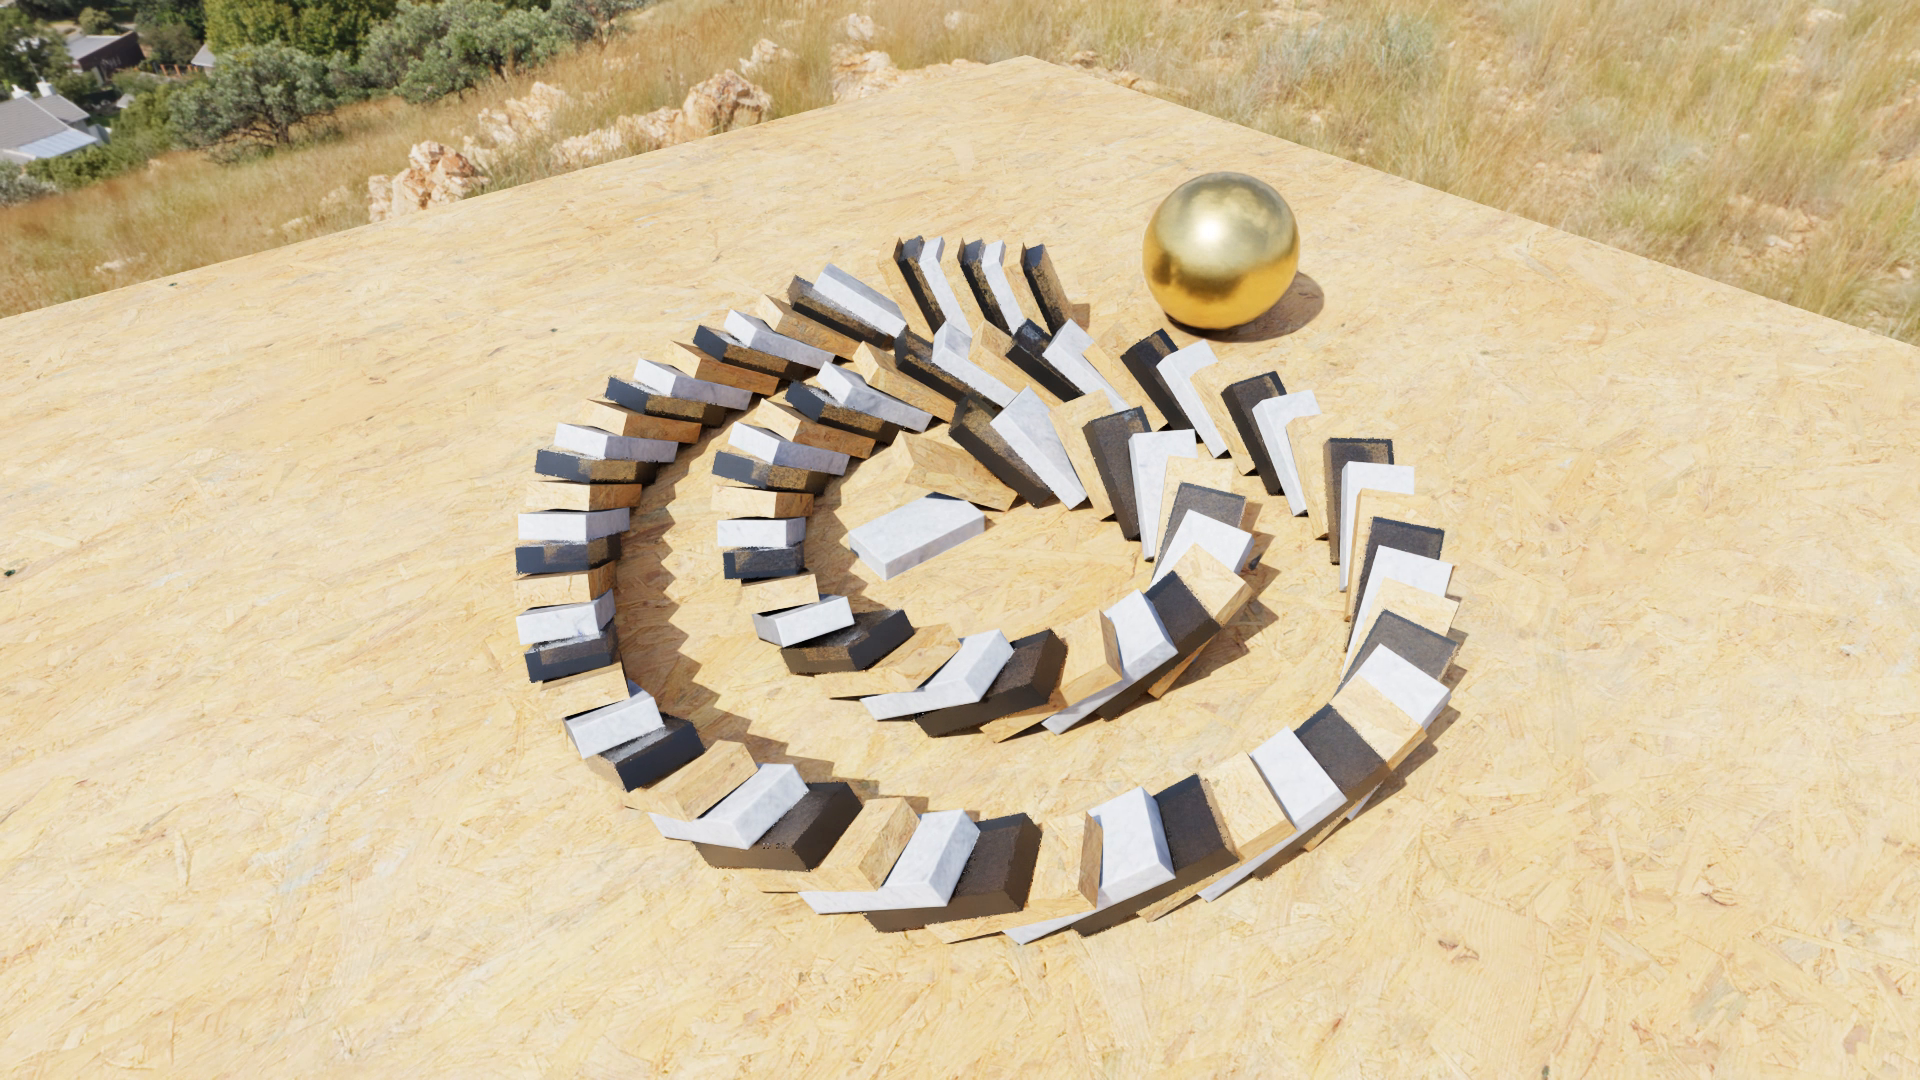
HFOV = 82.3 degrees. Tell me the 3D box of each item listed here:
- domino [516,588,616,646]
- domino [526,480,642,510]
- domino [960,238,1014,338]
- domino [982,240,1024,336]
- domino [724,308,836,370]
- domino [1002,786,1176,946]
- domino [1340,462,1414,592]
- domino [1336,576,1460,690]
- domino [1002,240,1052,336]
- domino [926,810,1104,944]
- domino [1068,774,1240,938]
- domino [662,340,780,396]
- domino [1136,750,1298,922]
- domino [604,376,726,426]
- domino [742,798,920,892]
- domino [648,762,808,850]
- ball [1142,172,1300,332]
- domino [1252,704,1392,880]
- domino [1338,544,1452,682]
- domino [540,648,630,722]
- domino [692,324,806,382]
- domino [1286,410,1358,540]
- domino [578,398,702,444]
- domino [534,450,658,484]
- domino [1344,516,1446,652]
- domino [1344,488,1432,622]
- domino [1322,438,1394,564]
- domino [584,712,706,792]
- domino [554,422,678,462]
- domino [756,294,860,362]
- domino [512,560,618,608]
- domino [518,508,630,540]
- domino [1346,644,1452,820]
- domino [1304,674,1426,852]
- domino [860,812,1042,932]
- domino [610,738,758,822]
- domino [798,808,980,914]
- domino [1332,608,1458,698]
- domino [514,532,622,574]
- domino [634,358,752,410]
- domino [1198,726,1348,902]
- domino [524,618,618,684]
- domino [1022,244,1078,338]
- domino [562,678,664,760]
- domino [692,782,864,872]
[{"bbox_3d":[-0.138,0.027,0.390,0.025,0.010,0.050,-9,6,-10],"label":"domino"},{"bbox_3d":[-0.151,-0.019,0.445,0.025,0.010,0.050,5,4,6],"label":"domino"},{"bbox_3d":[0.016,-0.126,0.566,0.009,0.050,0.025,-16,35,20],"label":"domino"},{"bbox_3d":[0.026,-0.126,0.566,0.010,0.050,0.025,-16,35,20],"label":"domino"},{"bbox_3d":[-0.089,-0.098,0.542,0.050,0.010,0.025,10,23,-48],"label":"domino"},{"bbox_3d":[0.034,0.092,0.310,0.050,0.009,0.025,-31,35,20],"label":"domino"},{"bbox_3d":[0.162,-0.004,0.427,0.025,0.009,0.050,5,75,6],"label":"domino"},{"bbox_3d":[0.147,0.040,0.373,0.025,0.009,0.050,22,79,25],"label":"domino"},{"bbox_3d":[0.037,-0.125,0.564,0.010,0.050,0.025,-16,35,20],"label":"domino"},{"bbox_3d":[0.015,0.094,0.307,0.050,0.009,0.025,-24,30,28],"label":"domino"},{"bbox_3d":[0.051,0.090,0.313,0.050,0.010,0.025,-32,37,16],"label":"domino"},{"bbox_3d":[-0.113,-0.081,0.522,0.025,0.010,0.050,31,14,32],"label":"domino"},{"bbox_3d":[0.069,0.086,0.318,0.050,0.010,0.025,-36,40,11],"label":"domino"},{"bbox_3d":[-0.133,-0.062,0.499,0.025,0.010,0.050,24,10,26],"label":"domino"},{"bbox_3d":[-0.037,0.088,0.315,0.050,0.009,0.025,-16,25,40],"label":"domino"},{"bbox_3d":[-0.070,0.078,0.327,0.050,0.010,0.025,-11,23,48],"label":"domino"},{"bbox_3d":[0.134,-0.149,0.569,0.080,0.080,0.080,0,39,0],"label":"ball"},{"bbox_3d":[0.101,0.075,0.330,0.050,0.010,0.025,-41,46,6],"label":"domino"},{"bbox_3d":[0.153,0.029,0.386,0.025,0.010,0.050,16,77,19],"label":"domino"},{"bbox_3d":[-0.124,0.047,0.365,0.025,0.009,0.050,-15,7,-17],"label":"domino"},{"bbox_3d":[-0.101,-0.090,0.532,0.025,0.009,0.050,35,16,35],"label":"domino"},{"bbox_3d":[0.154,-0.027,0.455,0.025,0.009,0.050,-8,76,-9],"label":"domino"},{"bbox_3d":[-0.141,-0.052,0.486,0.025,0.010,0.050,19,8,23],"label":"domino"},{"bbox_3d":[-0.151,-0.030,0.459,0.025,0.010,0.050,11,6,14],"label":"domino"},{"bbox_3d":[0.158,0.018,0.400,0.025,0.010,0.050,13,76,15],"label":"domino"},{"bbox_3d":[0.161,0.007,0.413,0.025,0.009,0.050,9,75,10],"label":"domino"},{"bbox_3d":[0.161,-0.016,0.441,0.025,0.009,0.050,1,75,1],"label":"domino"},{"bbox_3d":[-0.100,0.065,0.343,0.025,0.009,0.050,-27,11,-29],"label":"domino"},{"bbox_3d":[-0.147,-0.041,0.473,0.025,0.009,0.050,15,7,18],"label":"domino"},{"bbox_3d":[-0.075,-0.106,0.552,0.050,0.010,0.025,15,23,-43],"label":"domino"},{"bbox_3d":[-0.144,0.016,0.403,0.025,0.010,0.050,-5,5,-7],"label":"domino"},{"bbox_3d":[-0.150,-0.007,0.431,0.025,0.010,0.050,1,5,1],"label":"domino"},{"bbox_3d":[0.128,0.060,0.348,0.050,0.010,0.025,-50,53,-1],"label":"domino"},{"bbox_3d":[0.115,0.068,0.339,0.050,0.009,0.025,-45,49,2],"label":"domino"},{"bbox_3d":[-0.003,0.093,0.308,0.050,0.009,0.025,-21,29,33],"label":"domino"},{"bbox_3d":[-0.085,0.072,0.335,0.025,0.009,0.050,-35,16,-35],"label":"domino"},{"bbox_3d":[-0.020,0.091,0.311,0.050,0.009,0.025,-18,27,37],"label":"domino"},{"bbox_3d":[0.139,0.050,0.360,0.025,0.010,0.050,28,83,30],"label":"domino"},{"bbox_3d":[-0.147,0.005,0.417,0.025,0.009,0.050,-3,5,-3],"label":"domino"},{"bbox_3d":[-0.123,-0.072,0.510,0.025,0.010,0.050,27,12,29],"label":"domino"},{"bbox_3d":[0.085,0.081,0.324,0.050,0.009,0.025,-39,43,8],"label":"domino"},{"bbox_3d":[-0.132,0.037,0.377,0.025,0.010,0.050,-12,6,-14],"label":"domino"},{"bbox_3d":[0.047,-0.123,0.562,0.009,0.050,0.025,-16,35,20],"label":"domino"},{"bbox_3d":[-0.113,0.056,0.353,0.025,0.009,0.050,-21,9,-23],"label":"domino"},{"bbox_3d":[-0.054,0.083,0.321,0.050,0.009,0.025,-13,24,44],"label":"domino"}]
